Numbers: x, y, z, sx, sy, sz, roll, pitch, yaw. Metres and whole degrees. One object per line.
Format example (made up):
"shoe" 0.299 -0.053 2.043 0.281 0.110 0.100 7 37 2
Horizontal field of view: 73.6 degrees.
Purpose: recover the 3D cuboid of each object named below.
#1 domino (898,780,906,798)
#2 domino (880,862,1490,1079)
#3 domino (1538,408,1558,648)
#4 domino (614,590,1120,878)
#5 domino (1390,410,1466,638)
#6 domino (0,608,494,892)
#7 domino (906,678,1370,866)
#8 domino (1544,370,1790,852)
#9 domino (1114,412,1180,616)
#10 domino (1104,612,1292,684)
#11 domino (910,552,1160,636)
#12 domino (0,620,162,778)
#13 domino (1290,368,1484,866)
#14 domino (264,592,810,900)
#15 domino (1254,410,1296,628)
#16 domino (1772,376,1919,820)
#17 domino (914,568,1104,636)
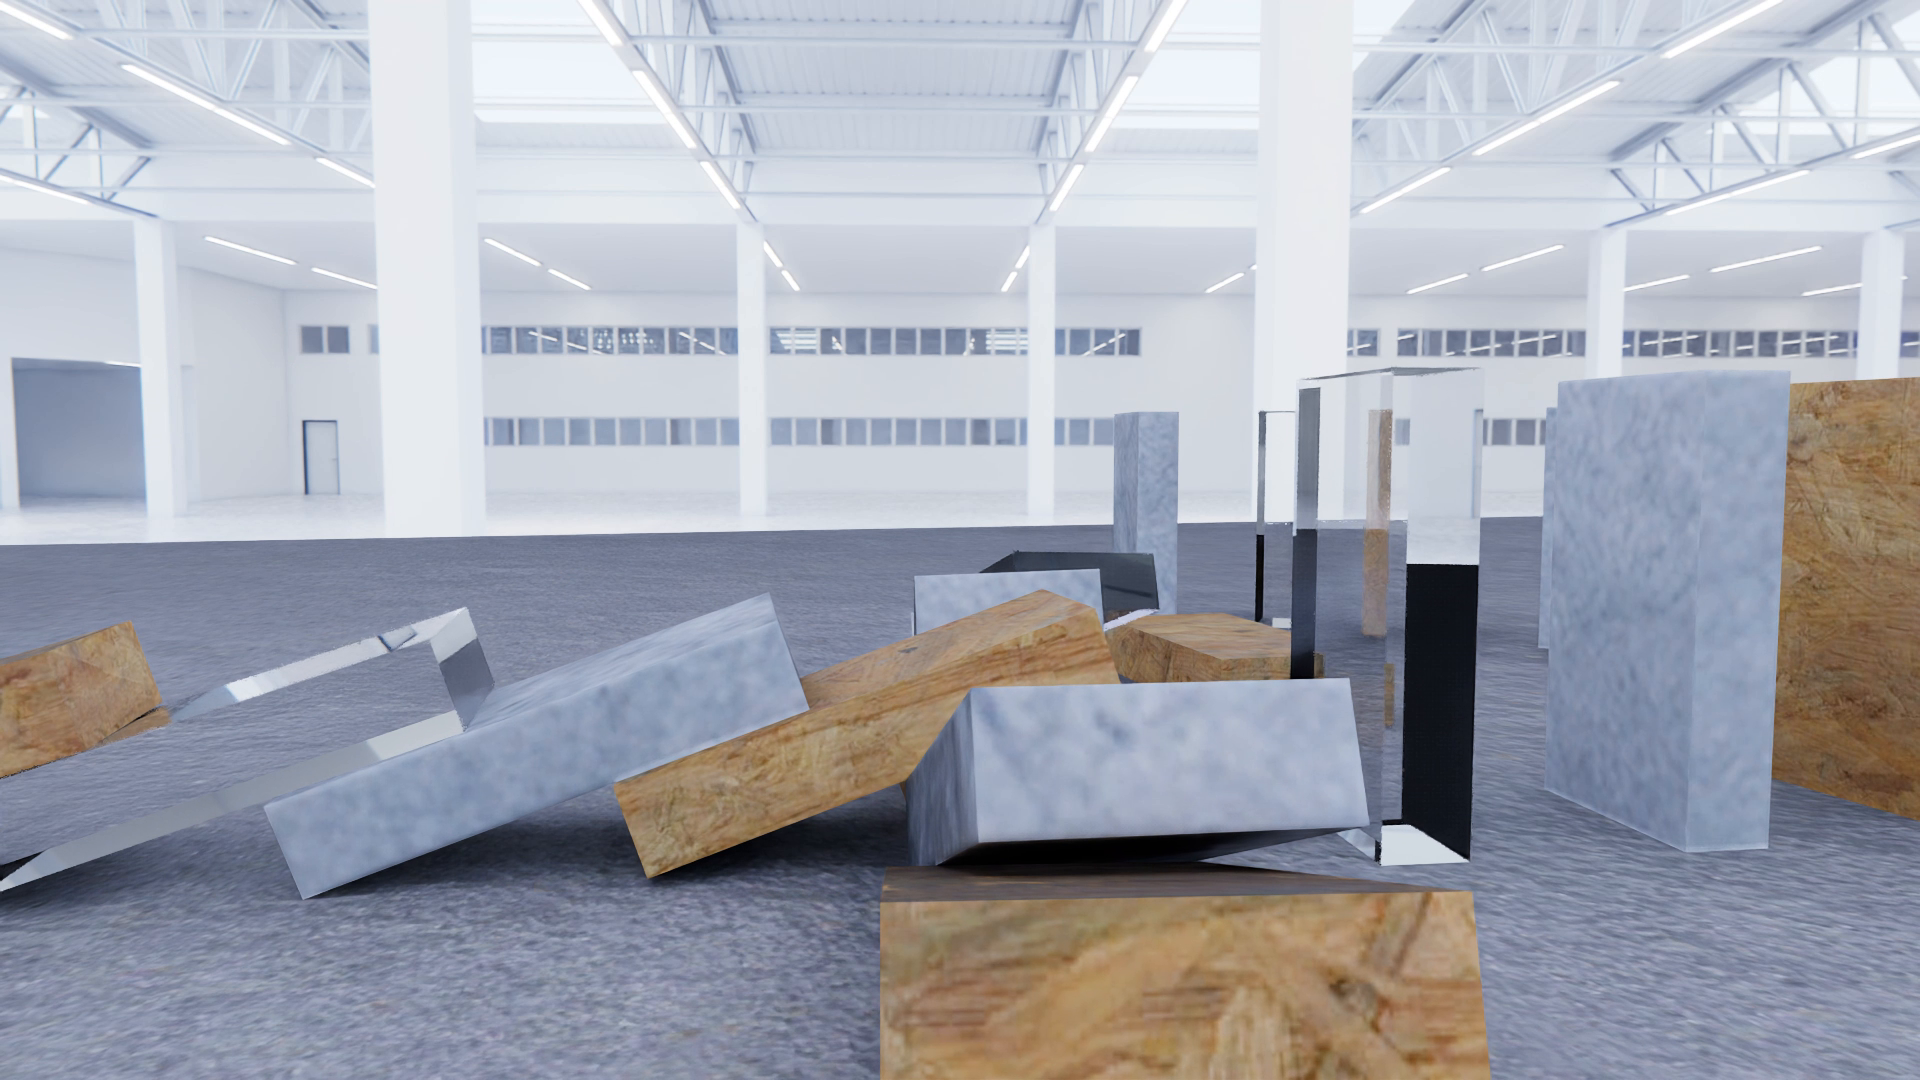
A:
"domino" 0.004 0.025 0.166 0.025 0.010 0.050 -1 4 -9
"domino" 0.008 0.025 0.077 0.025 0.009 0.050 0 -13 -3
"domino" 0.133 -0.003 0.272 0.010 0.050 0.025 4 6 43
"domino" -0.010 0.019 0.138 0.050 0.010 0.025 -20 5 -7
"domino" 0.107 -0.004 0.293 0.009 0.050 0.025 3 5 33
"domino" -0.075 0.021 0.129 0.050 0.009 0.025 -19 8 -11
"domino" 0.010 0.021 0.105 0.025 0.010 0.050 -1 -17 -8
"domino" 0.079 0.007 0.145 0.010 0.050 0.025 -1 4 -8
"domino" 0.045 -0.006 0.313 0.010 0.050 0.025 0 4 -6
"domino" 0.046 0.021 0.224 0.025 0.009 0.050 -1 4 -15
"domino" 0.012 0.013 0.228 0.025 0.010 0.050 1 -14 -22
"domino" -0.107 0.022 0.121 0.050 0.010 0.025 -19 9 -16
"domino" 0.046 0.007 0.141 0.010 0.050 0.025 -1 4 -7
"domino" -0.042 0.020 0.135 0.050 0.010 0.025 -20 7 -8
"domino" 0.077 -0.006 0.308 0.010 0.050 0.025 2 5 19
"domino" 0.111 0.006 0.151 0.009 0.050 0.025 -1 4 -14
"domino" 0.006 0.015 0.196 0.025 0.010 0.050 -2 -14 -3
